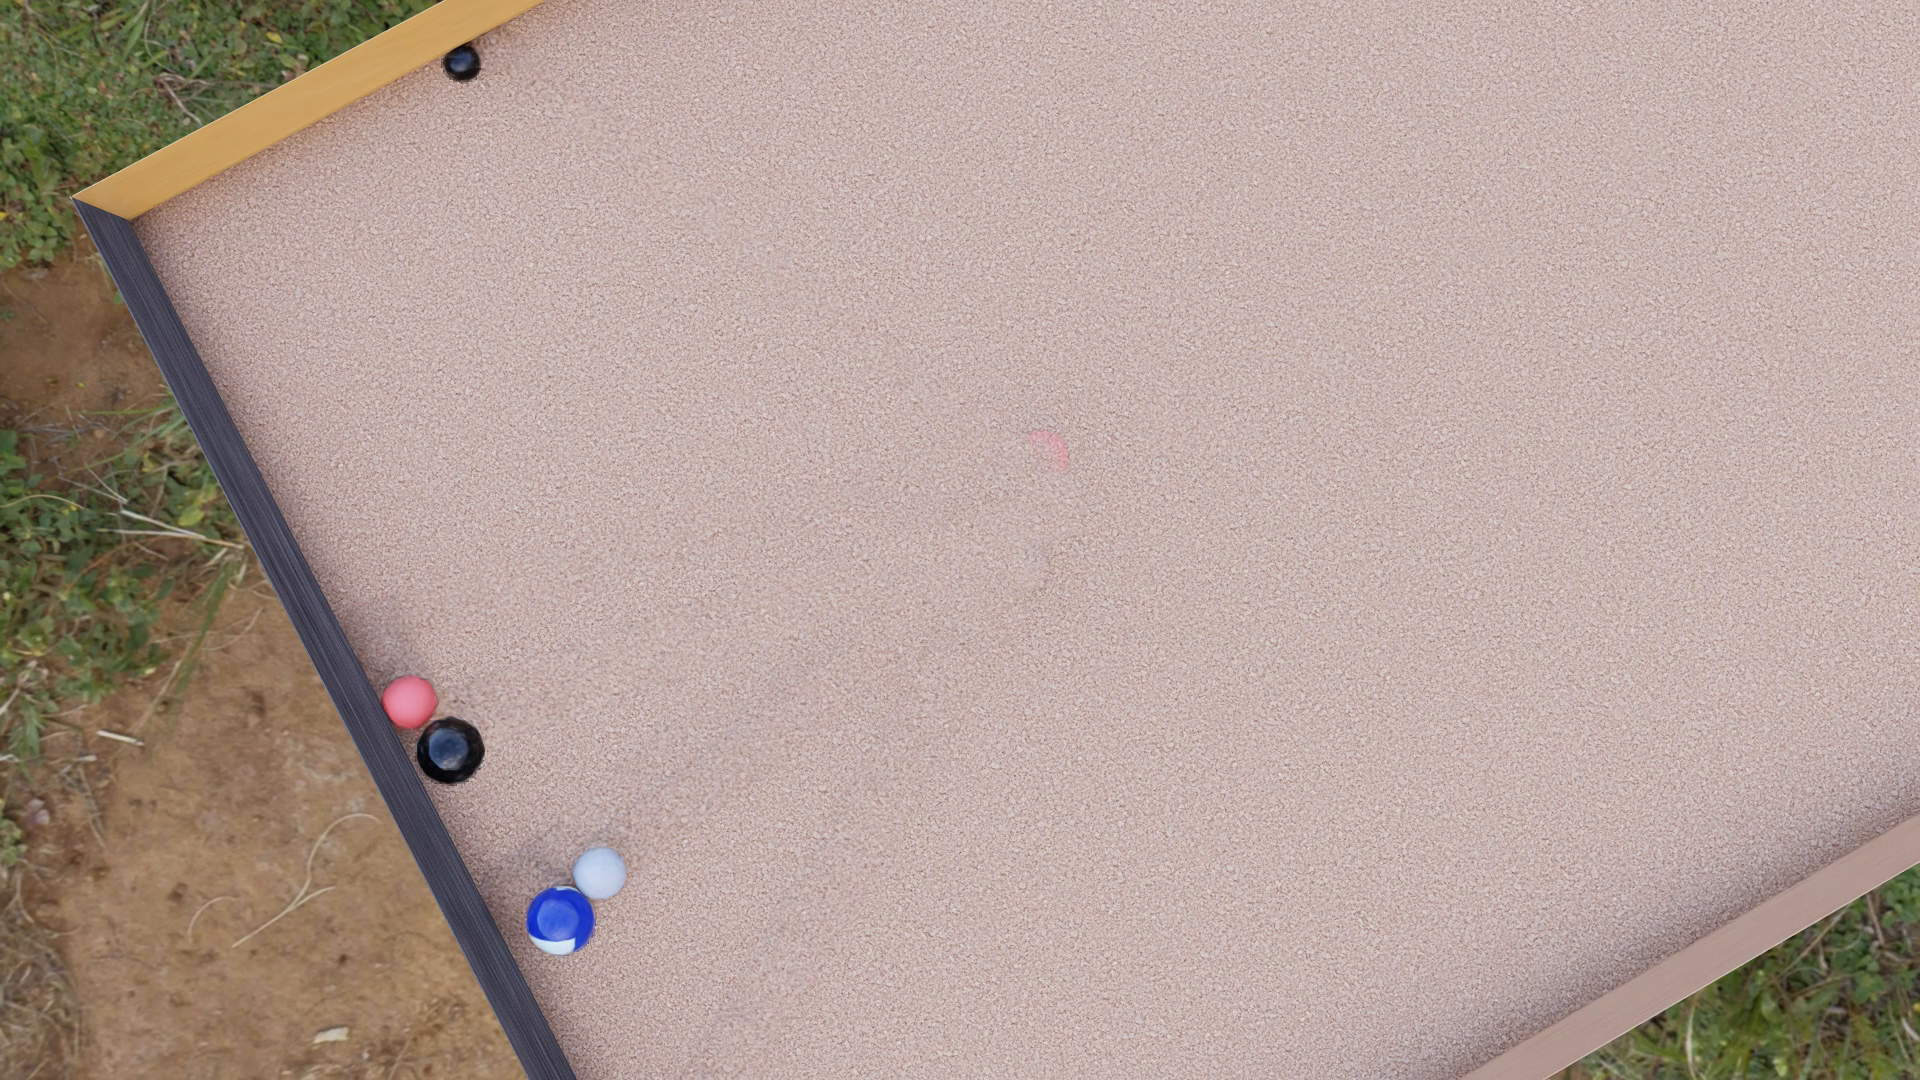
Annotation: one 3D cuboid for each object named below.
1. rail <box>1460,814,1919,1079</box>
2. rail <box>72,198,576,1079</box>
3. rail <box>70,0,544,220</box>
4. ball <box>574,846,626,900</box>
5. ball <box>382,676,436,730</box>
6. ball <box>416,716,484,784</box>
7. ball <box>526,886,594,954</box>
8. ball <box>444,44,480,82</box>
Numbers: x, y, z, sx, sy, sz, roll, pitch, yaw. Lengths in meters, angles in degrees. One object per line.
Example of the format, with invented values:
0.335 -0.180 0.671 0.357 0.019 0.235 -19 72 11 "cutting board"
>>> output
1.297 0.470 3.170 3.607 0.127 0.045 -29 84 -4 "rail"
-0.767 0.420 3.177 0.045 0.127 2.142 -29 84 -4 "rail"
0.279 -1.346 3.403 3.607 0.127 0.045 -29 84 -4 "rail"
-0.523 0.484 3.195 0.076 0.076 0.076 0 83 0 "ball"
-0.808 0.238 3.225 0.079 0.079 0.079 0 83 0 "ball"
-0.743 0.307 3.207 0.097 0.097 0.097 0 83 0 "ball"
-0.577 0.549 3.176 0.098 0.098 0.098 0 83 0 "ball"
-0.761 -0.729 3.361 0.056 0.056 0.056 0 83 0 "ball"
